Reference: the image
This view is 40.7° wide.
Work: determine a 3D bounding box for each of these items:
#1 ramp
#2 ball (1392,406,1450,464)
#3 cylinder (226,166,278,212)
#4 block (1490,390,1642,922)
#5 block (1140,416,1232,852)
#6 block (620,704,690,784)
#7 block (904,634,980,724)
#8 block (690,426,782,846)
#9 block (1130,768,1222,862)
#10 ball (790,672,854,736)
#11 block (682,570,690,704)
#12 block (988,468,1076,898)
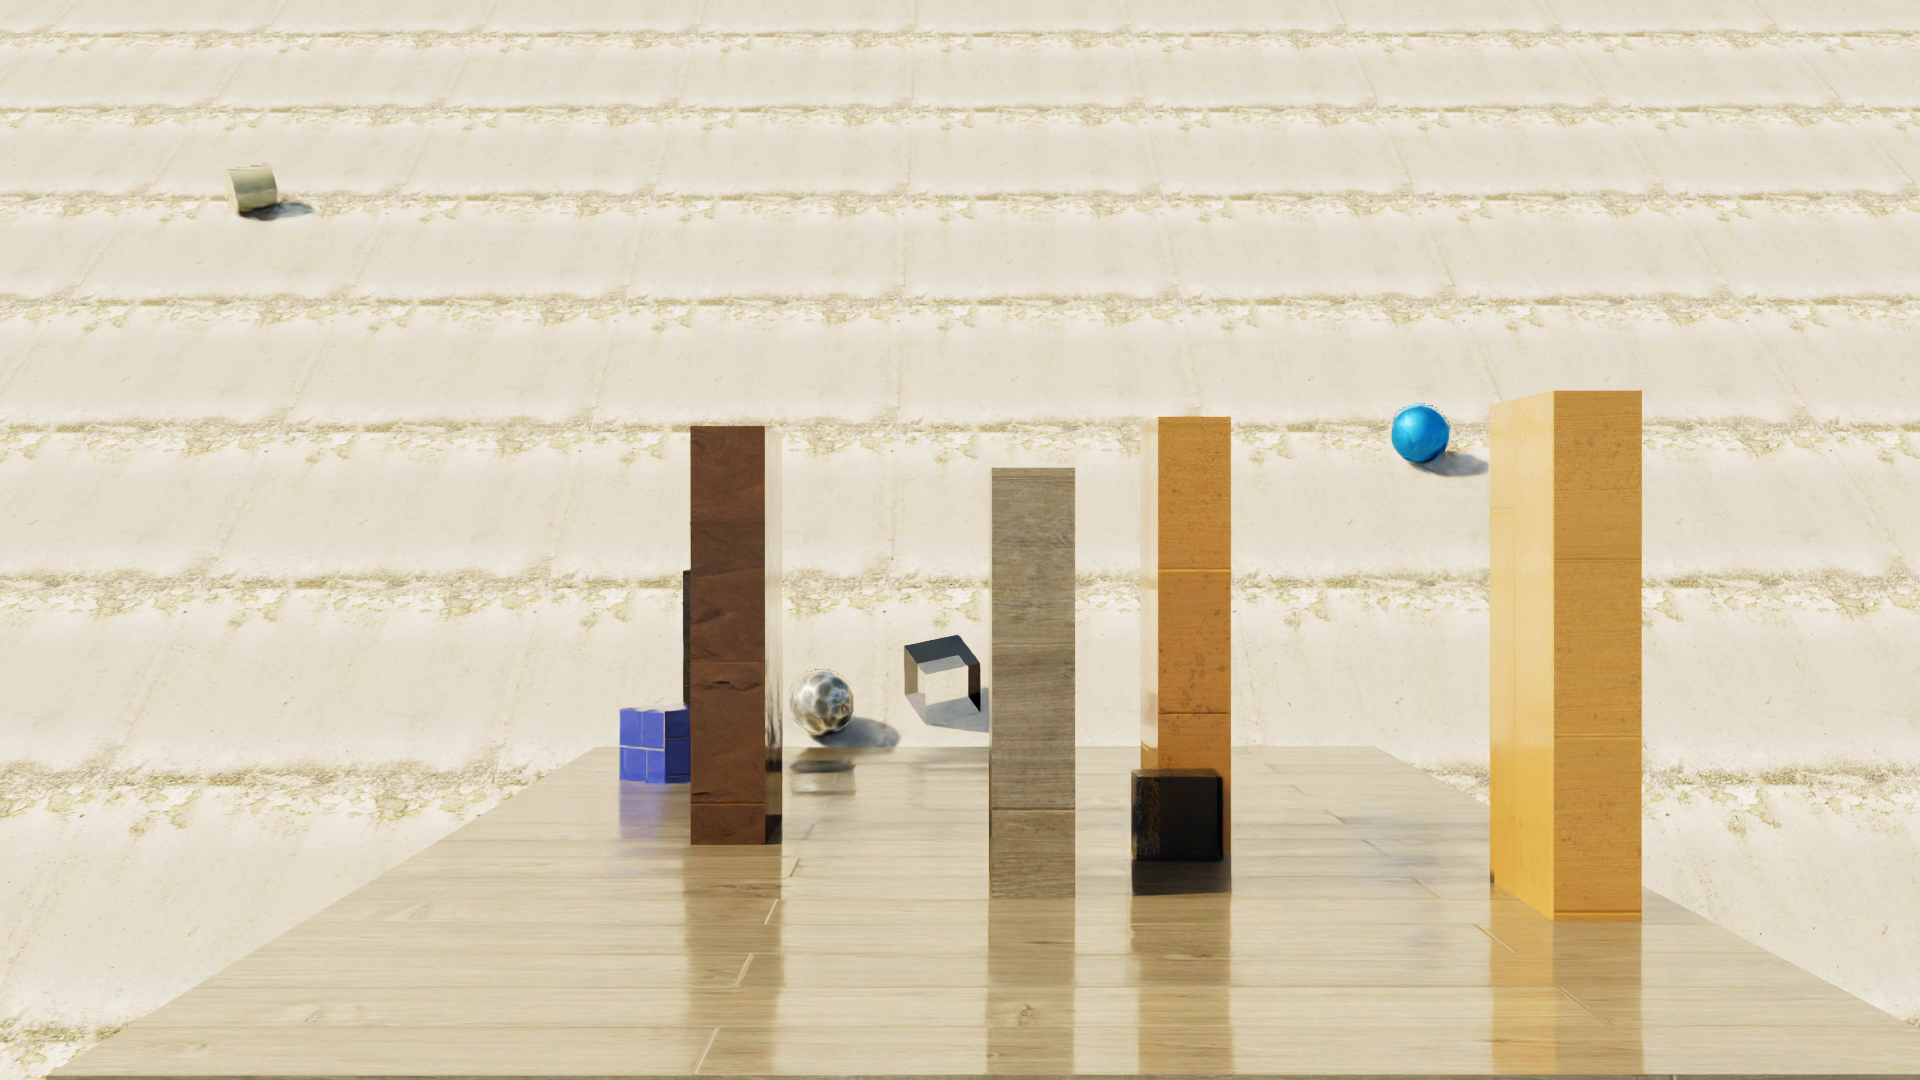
[{"bbox_3d":[0.066,0.588,4.639,2.000,0.100,4.000,0,0,0],"label":"ramp"},{"bbox_3d":[1.453,-0.332,8.168,0.181,0.181,0.181,0,29,0],"label":"ball"},{"bbox_3d":[-2.742,-1.357,10.013,0.159,0.159,0.159,-13,32,-24],"label":"cylinder"},{"bbox_3d":[0.905,0.164,3.890,0.125,0.754,0.440,0,0,0],"label":"block"},{"bbox_3d":[0.405,0.162,4.683,0.126,0.752,0.430,0,0,0],"label":"block"},{"bbox_3d":[-0.646,0.454,5.768,0.161,0.161,0.161,0,0,45],"label":"block"},{"bbox_3d":[-0.048,0.374,6.934,0.158,0.158,0.158,-11,31,-19],"label":"block"},{"bbox_3d":[-0.410,0.168,4.788,0.132,0.740,0.449,0,0,0],"label":"block"},{"bbox_3d":[0.367,0.467,4.398,0.143,0.143,0.143,0,0,0],"label":"block"},{"bbox_3d":[-0.364,0.432,6.817,0.170,0.170,0.170,0,29,0],"label":"ball"},{"bbox_3d":[-0.575,0.300,6.010,0.106,0.465,0.295,0,0,0],"label":"block"},{"bbox_3d":[0.111,0.215,4.103,0.126,0.650,0.406,0,0,0],"label":"block"}]
